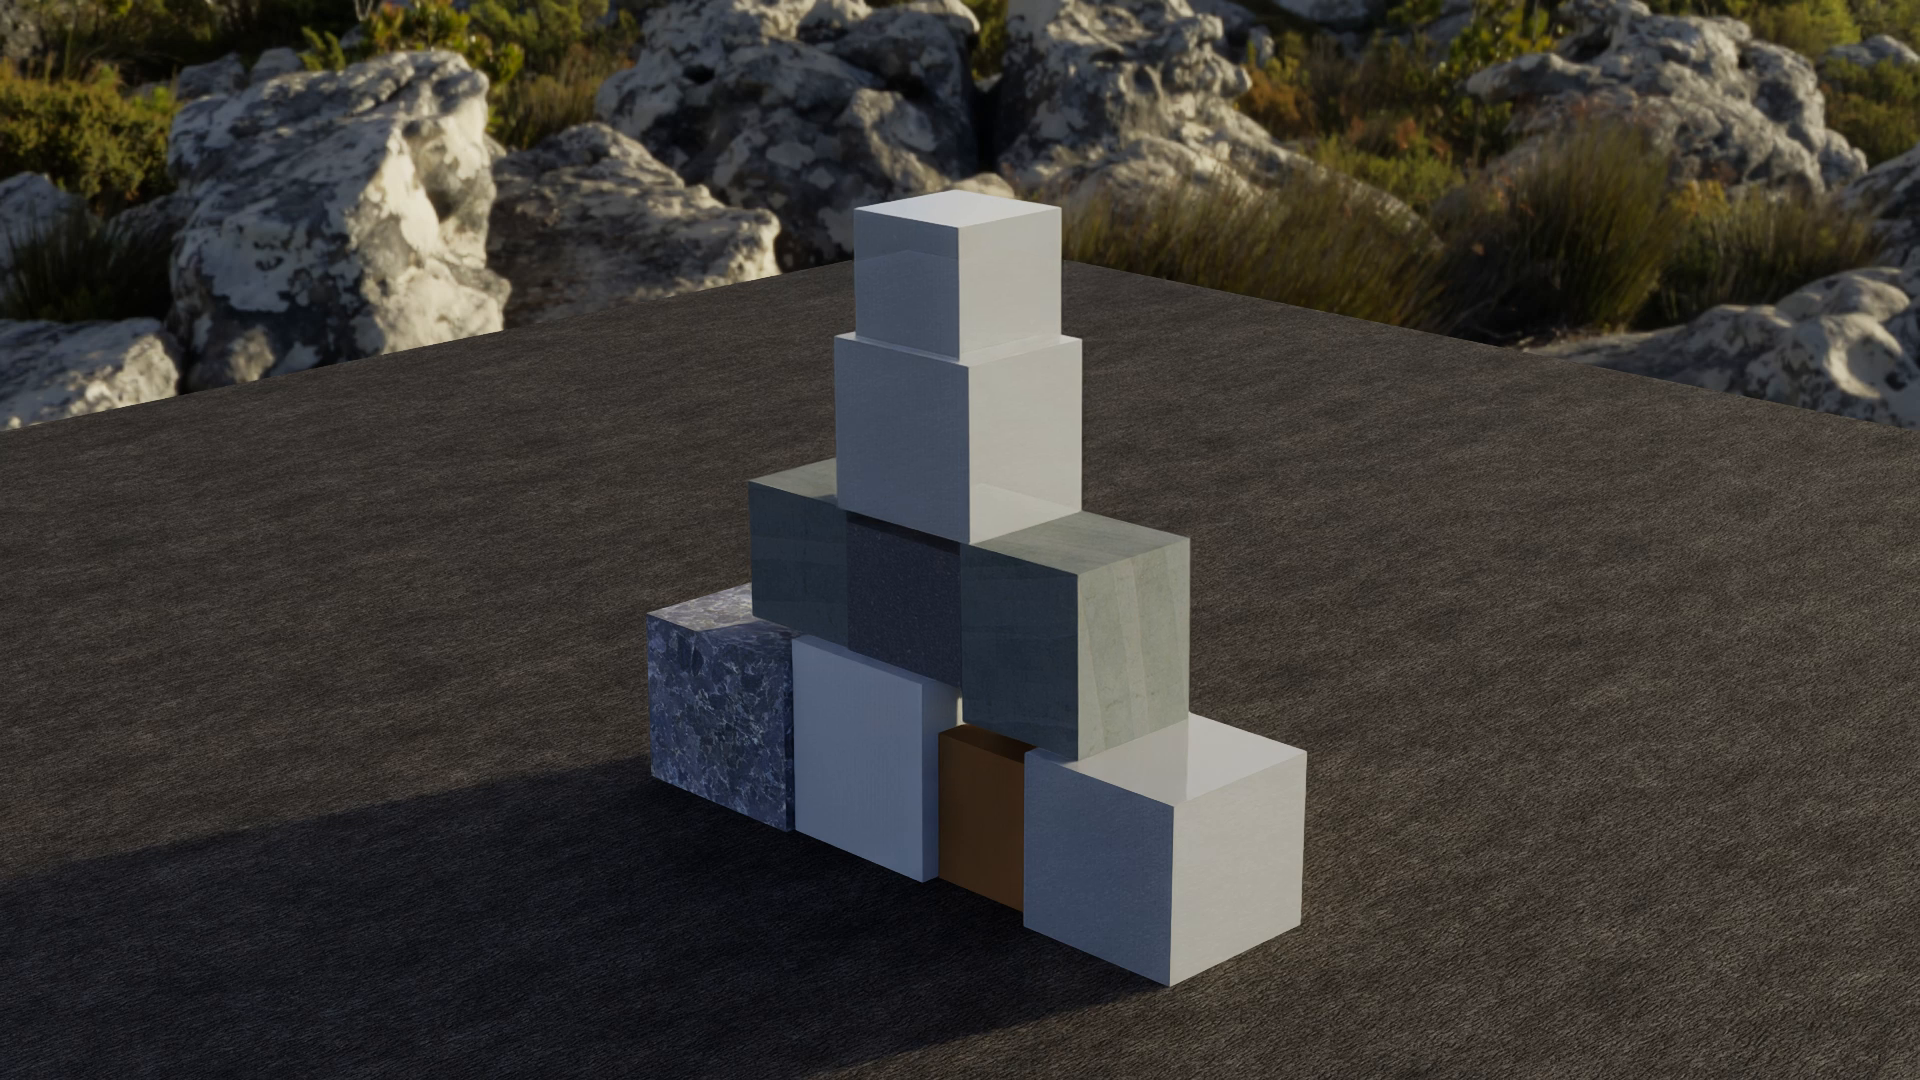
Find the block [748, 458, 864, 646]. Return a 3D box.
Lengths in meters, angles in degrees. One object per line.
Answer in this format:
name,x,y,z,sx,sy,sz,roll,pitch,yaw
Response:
block,-0.530,0.040,13.891,0.636,0.672,0.679,-17,23,-42

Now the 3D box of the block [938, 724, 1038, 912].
block,0.368,1.201,13.342,0.687,0.708,0.627,-17,24,-42

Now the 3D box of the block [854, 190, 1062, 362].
block,-0.010,-1.181,12.987,0.656,0.585,0.638,16,23,43

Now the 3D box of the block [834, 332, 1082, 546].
block,-0.008,-0.520,13.190,0.852,0.799,0.714,16,23,43

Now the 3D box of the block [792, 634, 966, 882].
block,-0.177,0.922,13.805,0.850,0.962,0.866,-17,24,-42

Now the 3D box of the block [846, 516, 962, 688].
block,-0.012,0.214,13.421,0.738,0.619,0.693,17,24,42

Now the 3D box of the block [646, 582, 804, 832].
block,-0.834,0.769,14.471,0.981,0.856,1.007,-17,24,-42

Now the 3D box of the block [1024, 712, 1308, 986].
block,0.891,1.309,12.812,0.876,0.820,0.854,-17,24,-42

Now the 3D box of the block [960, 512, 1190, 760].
block,0.510,0.401,12.949,0.724,0.835,0.702,-17,23,-42
